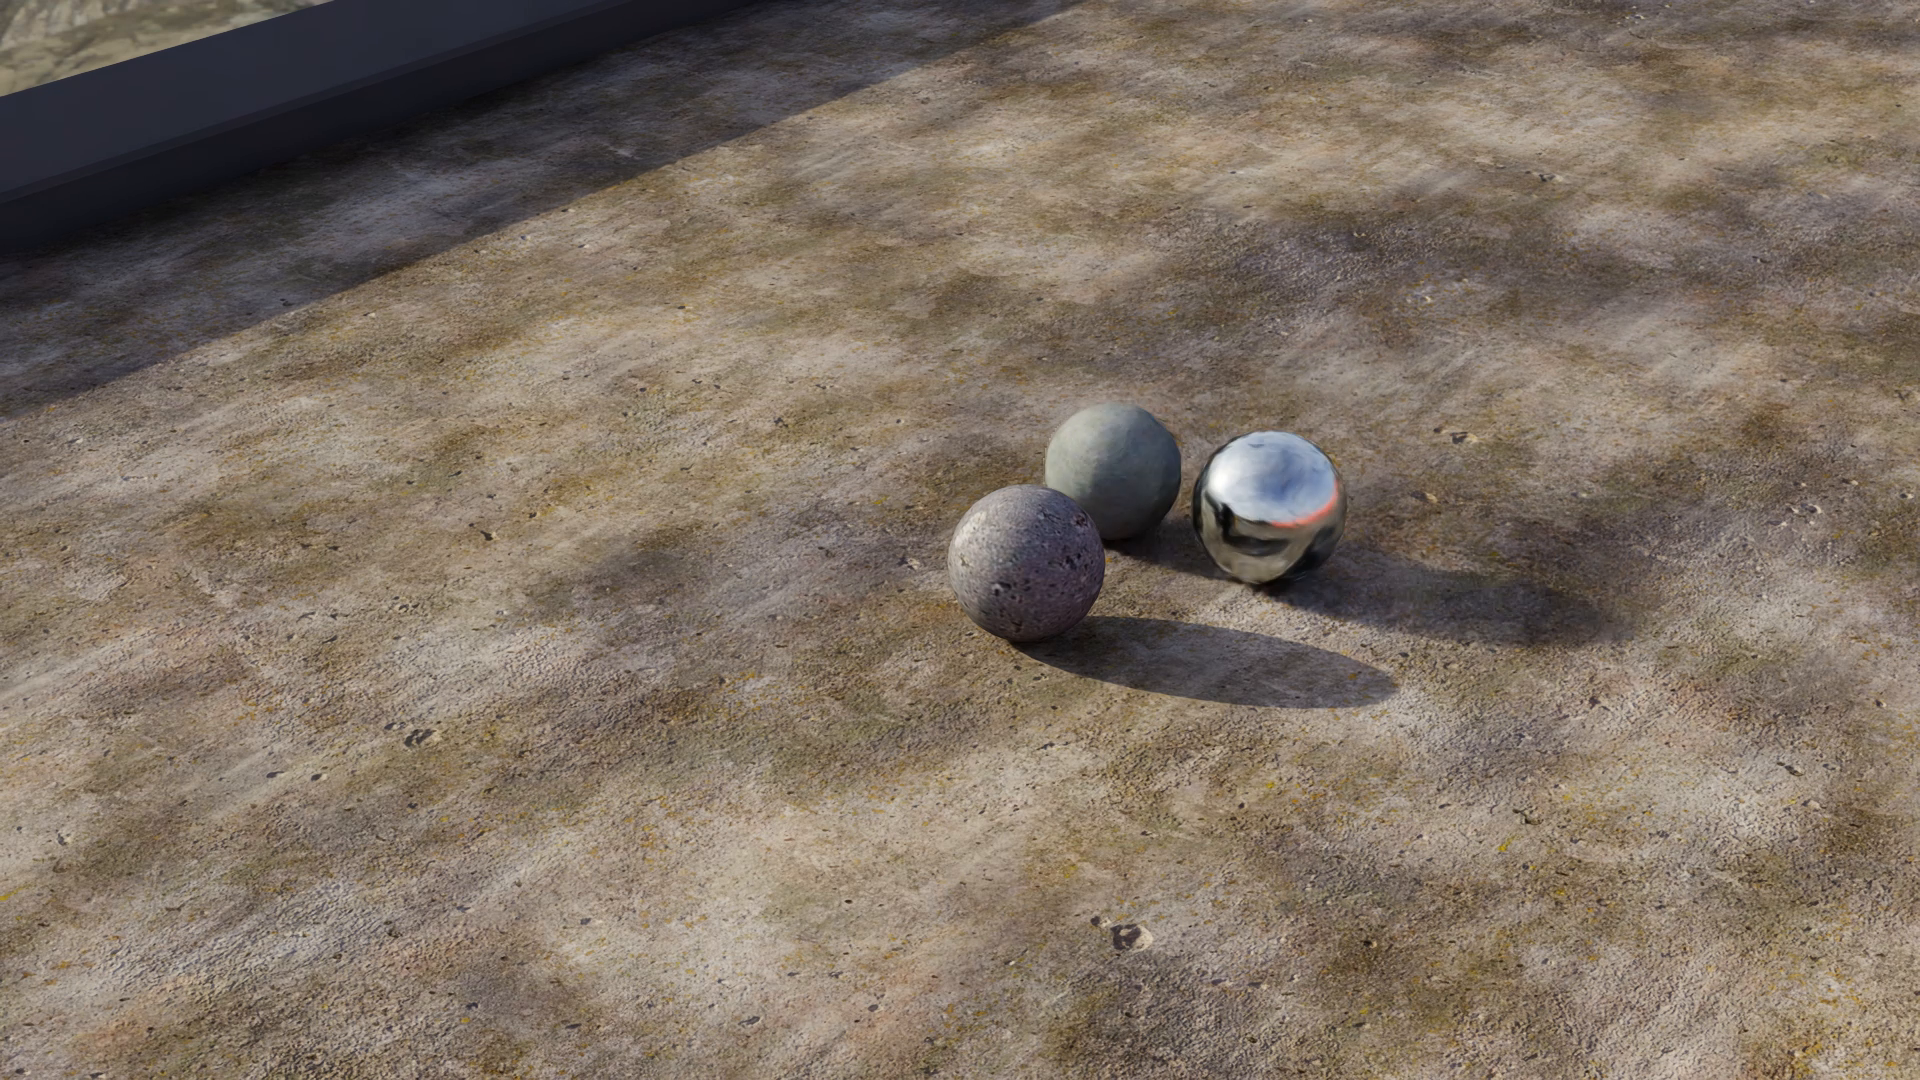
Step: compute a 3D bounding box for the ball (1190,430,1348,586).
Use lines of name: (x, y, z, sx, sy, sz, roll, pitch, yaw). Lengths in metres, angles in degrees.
ball: (0.191, -0.020, 1.818, 0.097, 0.097, 0.097, 0, 25, 0)

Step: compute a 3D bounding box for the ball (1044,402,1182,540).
ball: (0.098, -0.044, 1.879, 0.088, 0.088, 0.088, 0, 25, 0)

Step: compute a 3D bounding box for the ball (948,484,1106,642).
ball: (0.039, 0.014, 1.750, 0.094, 0.094, 0.094, 0, 25, 0)

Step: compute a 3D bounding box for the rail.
rail: (-0.234, -0.595, 2.995, 0.045, 0.126, 3.852, 17, 30, 32)
